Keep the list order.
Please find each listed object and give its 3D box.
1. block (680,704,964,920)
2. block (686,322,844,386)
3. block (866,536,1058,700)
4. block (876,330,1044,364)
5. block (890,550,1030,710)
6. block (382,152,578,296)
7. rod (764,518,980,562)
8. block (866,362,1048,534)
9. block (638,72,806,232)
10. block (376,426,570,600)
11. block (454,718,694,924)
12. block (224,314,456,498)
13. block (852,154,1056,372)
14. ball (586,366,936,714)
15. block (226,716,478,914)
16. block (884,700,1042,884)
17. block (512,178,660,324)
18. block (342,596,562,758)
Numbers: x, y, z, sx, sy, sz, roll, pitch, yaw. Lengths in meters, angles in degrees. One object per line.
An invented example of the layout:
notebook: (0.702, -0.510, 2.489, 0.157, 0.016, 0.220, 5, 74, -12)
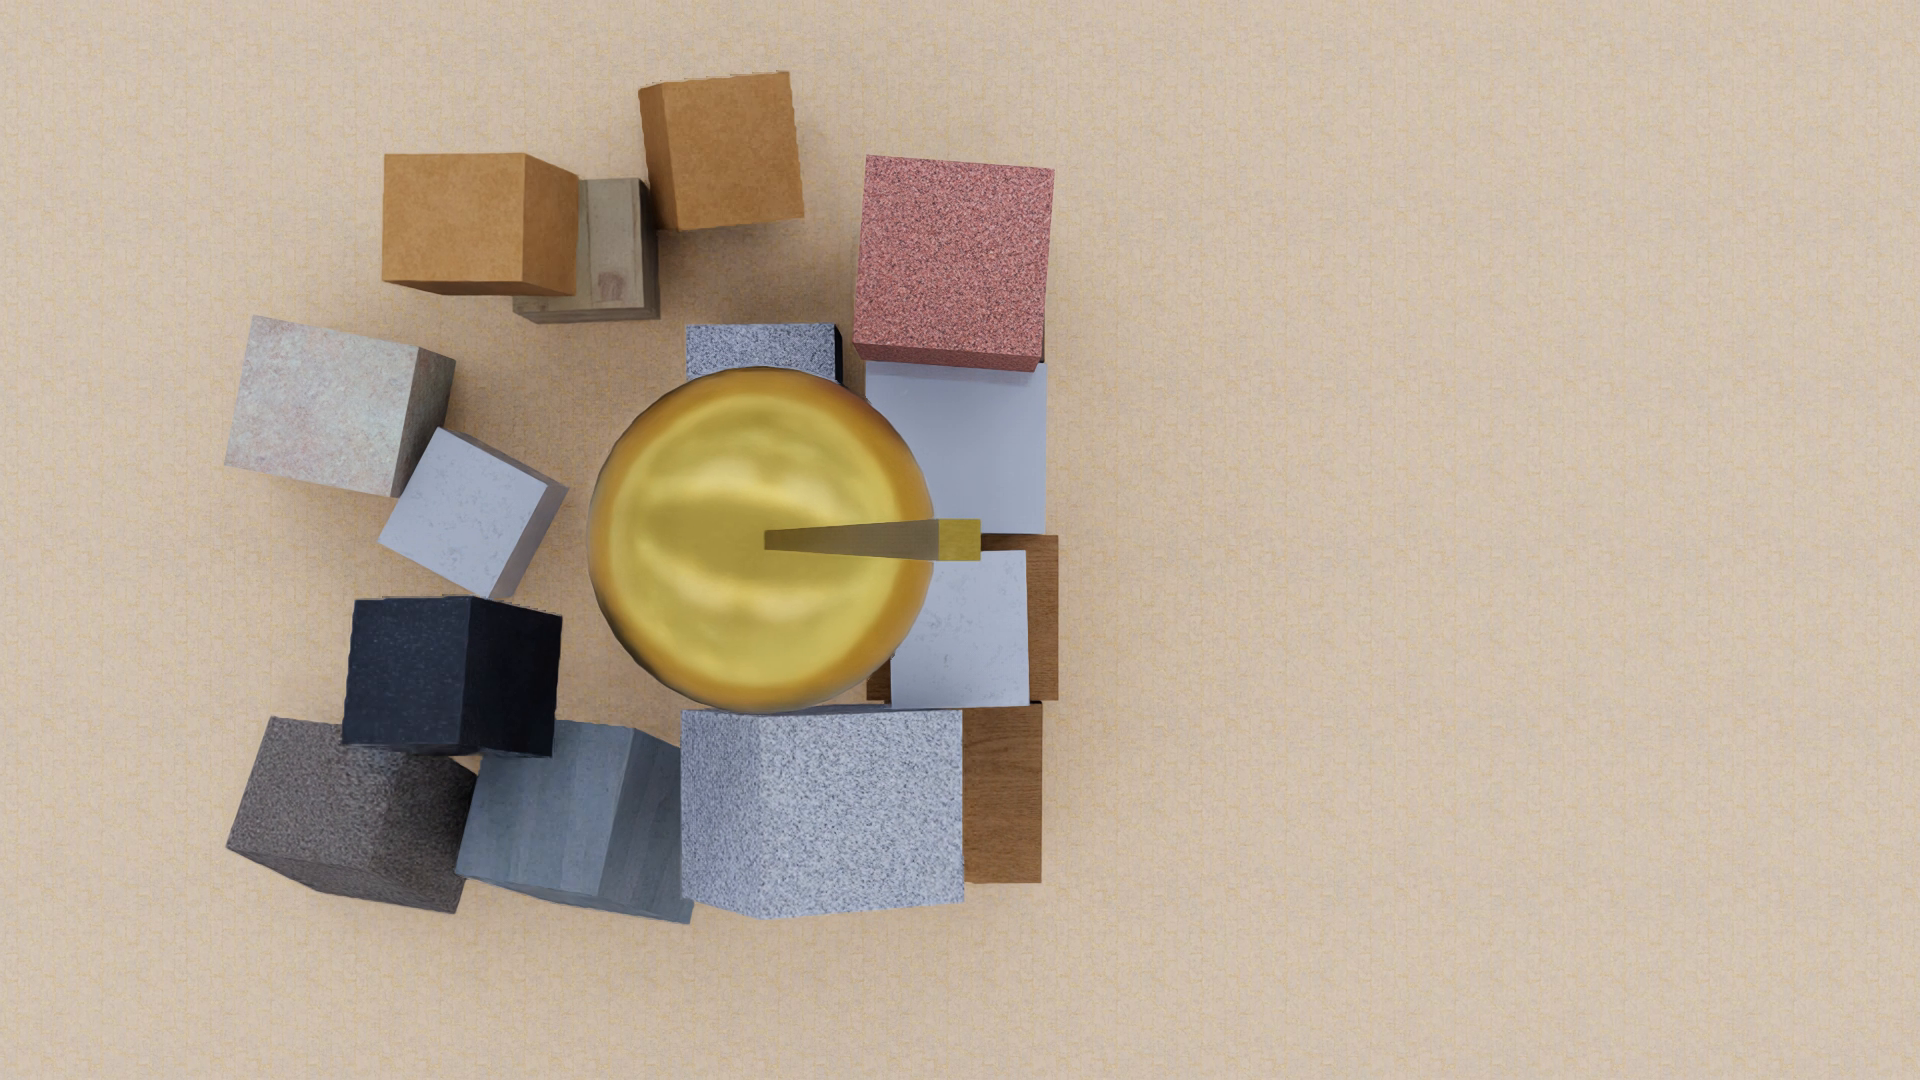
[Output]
block: (-0.725, 1.374, 11.412, 1.139, 0.988, 0.984, 1, 88, -30)
block: (-1.099, -0.729, 12.576, 0.821, 0.849, 0.931, -1, 90, 0)
block: (0.014, 0.429, 12.559, 1.058, 0.882, 0.912, 0, 90, 0)
block: (0.000, -1.427, 12.492, 0.925, 1.016, 0.901, 0, 90, 0)
block: (-0.007, 0.467, 11.776, 0.717, 0.684, 0.809, -1, 90, 0)
block: (-2.590, -1.700, 11.931, 0.792, 0.762, 0.670, 2, 91, 12)
rod: (-0.393, 0.000, 6.728, 0.080, 5.200, 0.080, 0, 90, -9)
block: (-0.024, -0.505, 12.495, 0.988, 1.010, 0.929, 1, 90, 0)
block: (-1.359, -2.201, 12.503, 0.725, 0.673, 0.805, -9, 101, -18)
block: (-2.785, -0.150, 12.652, 0.697, 0.697, 0.727, 28, 90, 0)
block: (-2.050, 1.555, 12.263, 0.935, 0.973, 0.904, 4, 74, 25)
block: (-3.513, -0.737, 12.547, 0.931, 0.906, 0.845, 11, 90, 0)
block: (-0.032, -1.416, 11.465, 0.943, 1.037, 0.938, 4, 90, 0)
ball: (-0.907, 0.000, 10.089, 1.600, 1.600, 1.600, 0, 90, 0)
block: (-3.337, 1.543, 12.301, 0.942, 0.903, 0.762, 4, 68, 22)
block: (0.015, 1.385, 12.516, 0.870, 0.968, 0.981, 0, 90, 0)
block: (-2.150, -1.652, 12.652, 0.732, 0.695, 0.727, -2, 90, 0)
block: (-2.667, 0.734, 11.588, 0.778, 0.751, 0.753, -2, 79, 27)
